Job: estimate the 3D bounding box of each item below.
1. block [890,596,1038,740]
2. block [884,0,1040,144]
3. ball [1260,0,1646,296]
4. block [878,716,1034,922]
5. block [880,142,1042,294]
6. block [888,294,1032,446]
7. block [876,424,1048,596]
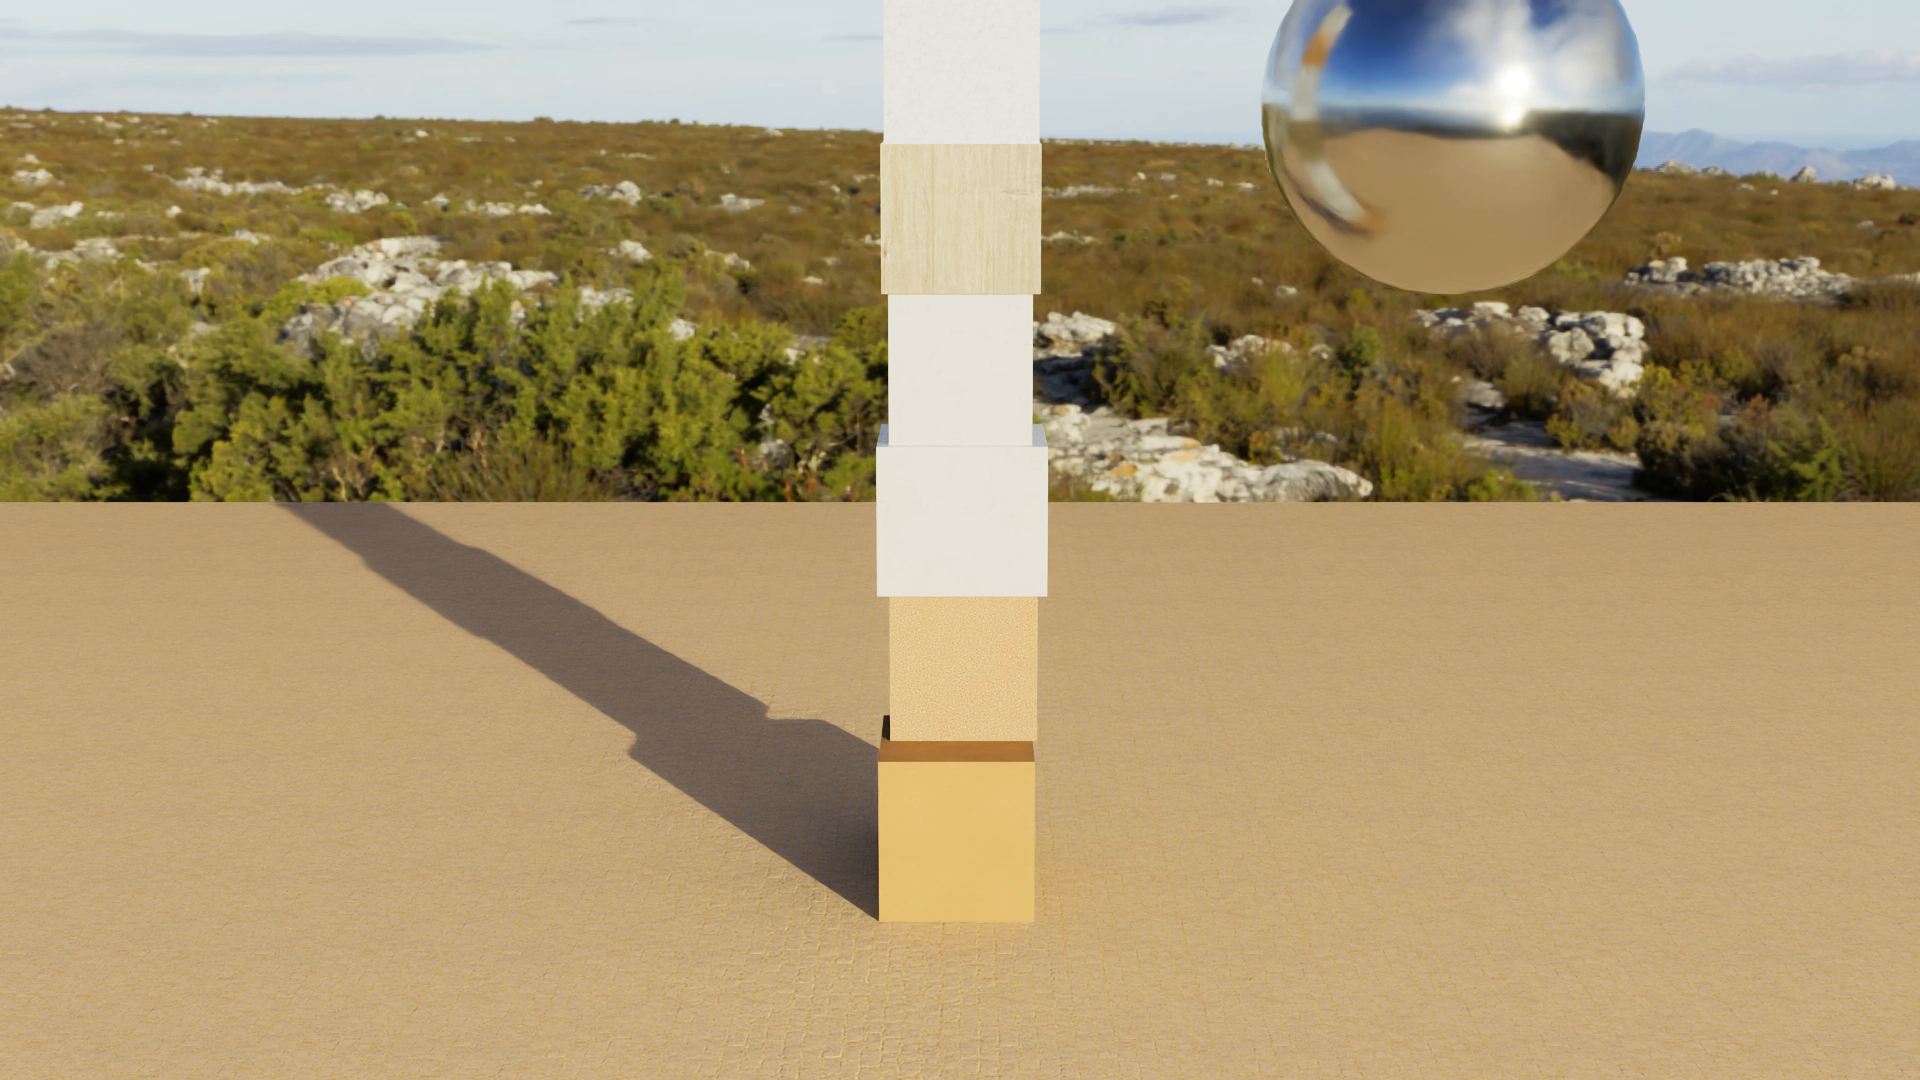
[{"bbox_3d":[0.015,0.485,11.269,0.627,0.631,0.711,0,10,0],"label":"block"},{"bbox_3d":[0.007,-1.998,10.817,0.641,0.630,0.611,0,10,0],"label":"block"},{"bbox_3d":[2.074,-1.839,10.846,1.600,1.600,1.600,0,10,0],"label":"ball"},{"bbox_3d":[-0.014,1.190,11.087,0.650,0.691,0.788,0,10,0],"label":"block"},{"bbox_3d":[0.004,-1.384,10.929,0.663,0.618,0.636,0,10,0],"label":"block"},{"bbox_3d":[0.002,-0.767,11.041,0.602,0.637,0.610,0,10,0],"label":"block"},{"bbox_3d":[0.009,-0.139,11.155,0.720,0.638,0.714,0,10,0],"label":"block"}]
